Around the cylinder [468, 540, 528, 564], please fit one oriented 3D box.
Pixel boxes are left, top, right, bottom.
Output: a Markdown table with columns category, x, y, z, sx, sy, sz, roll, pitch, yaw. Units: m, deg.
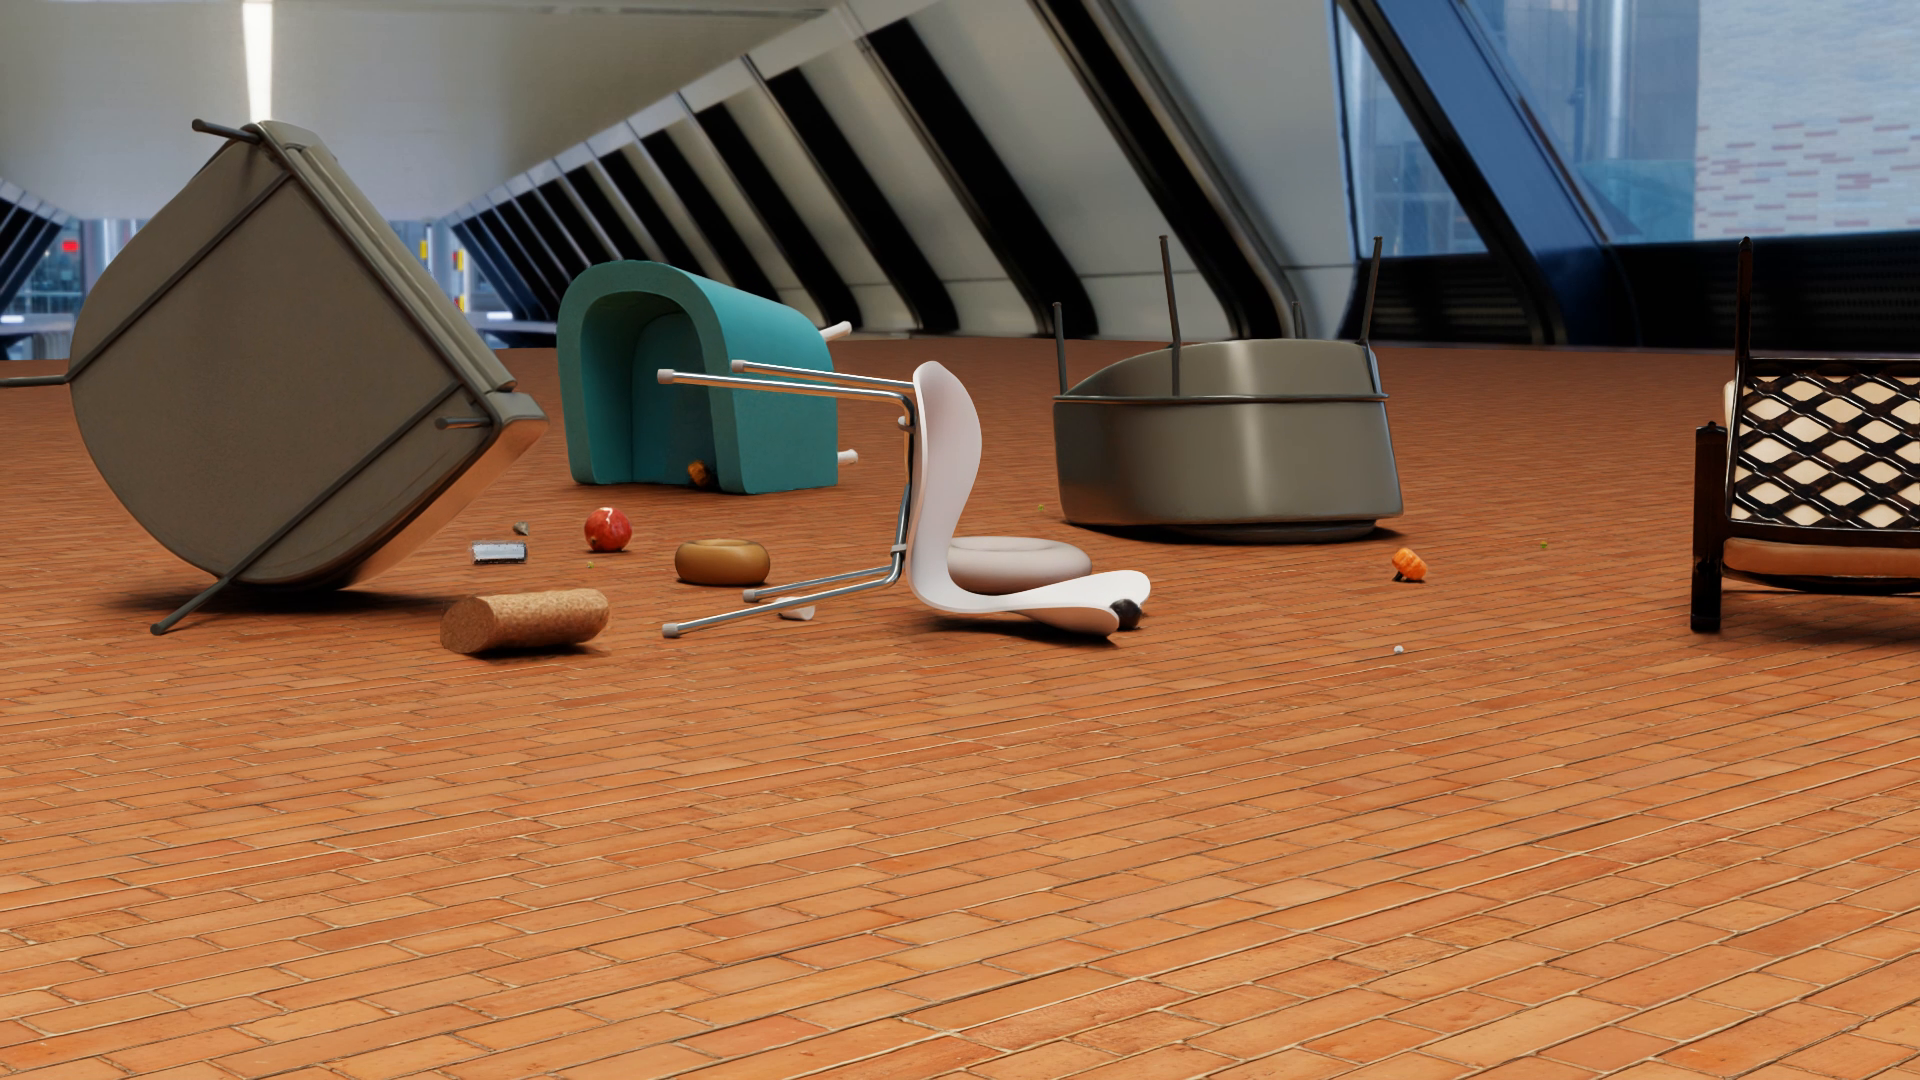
| category | x | y | z | sx | sy | sz | roll | pitch | yaw |
| --- | --- | --- | --- | --- | --- | --- | --- | --- | --- |
| cylinder | -1.065 | 0.027 | 5.916 | 0.118 | 0.046 | 0.121 | 0 | 11 | -18 |

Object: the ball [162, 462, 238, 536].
| category | x | y | z | sx | sy | sz | roll | pitch | yaw |
| --- | --- | --- | --- | --- | --- | --- | --- | --- | --- |
| ball | -1.931 | -0.105 | 6.520 | 0.186 | 0.186 | 0.186 | 0 | 6 | 0 |

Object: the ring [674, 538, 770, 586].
| category | x | y | z | sx | sy | sz | roll | pitch | yaw |
| --- | --- | --- | --- | --- | --- | --- | --- | --- | --- |
| ring | -0.512 | 0.049 | 5.522 | 0.249 | 0.088 | 0.161 | 4 | 9 | 42 |

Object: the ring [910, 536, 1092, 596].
| category | x | y | z | sx | sy | sz | roll | pitch | yaw |
| --- | --- | --- | --- | --- | --- | --- | --- | --- | --- |
| ring | 0.086 | 0.054 | 5.452 | 0.354 | 0.092 | 0.490 | -4 | 7 | -27 |

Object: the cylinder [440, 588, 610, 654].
| category | x | y | z | sx | sy | sz | roll | pitch | yaw |
| --- | --- | --- | --- | --- | --- | --- | --- | --- | --- |
| cylinder | -0.766 | 0.142 | 4.511 | 0.217 | 0.094 | 0.235 | -4 | -7 | -34 |

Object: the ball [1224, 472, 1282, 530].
| category | x | y | z | sx | sy | sz | roll | pitch | yaw |
| --- | --- | --- | --- | --- | --- | --- | --- | --- | --- |
| ball | 0.759 | -0.099 | 6.644 | 0.150 | 0.150 | 0.150 | 0 | 6 | 0 |

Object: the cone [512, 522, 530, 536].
| category | x | y | z | sx | sy | sz | roll | pitch | yaw |
| --- | --- | --- | --- | --- | --- | --- | --- | --- | --- |
| cone | -1.107 | -0.020 | 6.528 | 0.049 | 0.034 | 0.049 | 10 | 18 | -38 |
